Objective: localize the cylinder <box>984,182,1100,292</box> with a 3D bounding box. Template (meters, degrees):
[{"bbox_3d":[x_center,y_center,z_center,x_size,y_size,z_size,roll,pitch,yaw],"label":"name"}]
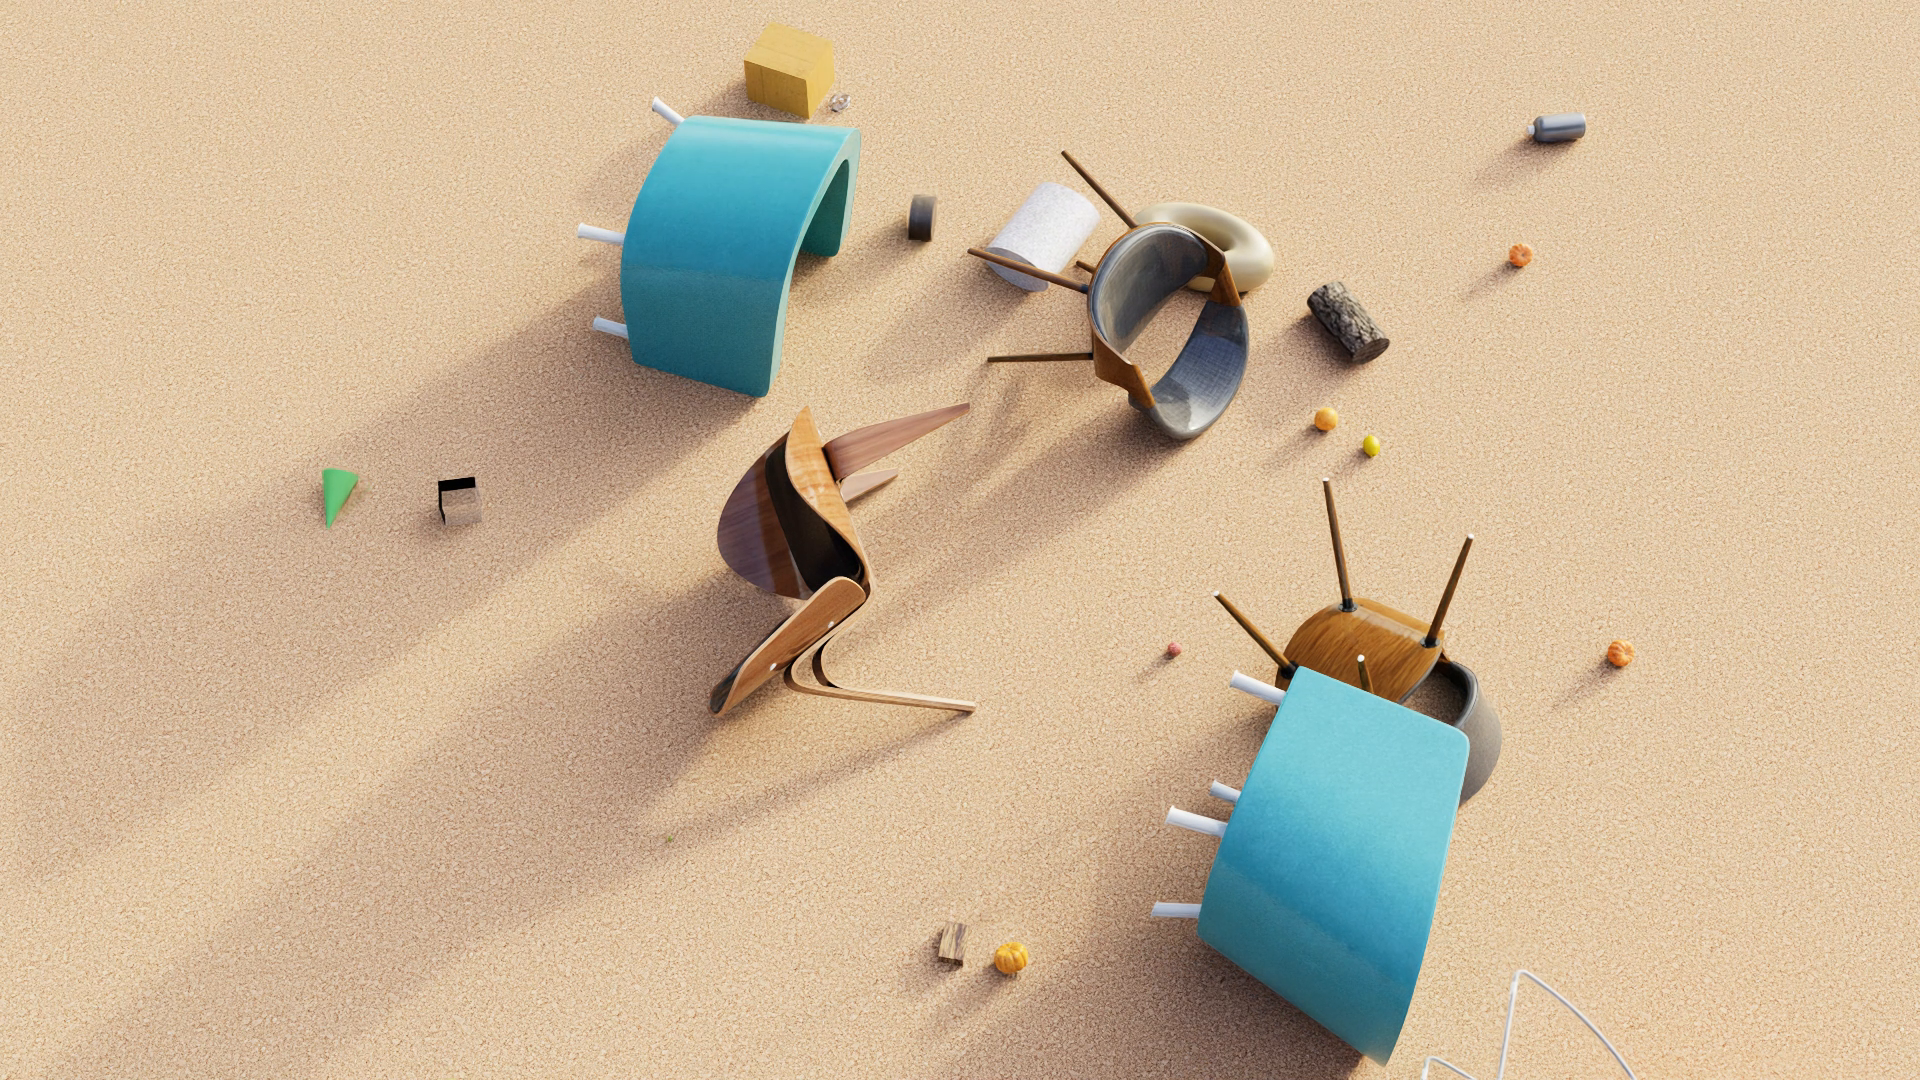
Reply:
[{"bbox_3d":[0.267,-0.986,7.143,0.246,0.154,0.331,29,61,15],"label":"cylinder"}]

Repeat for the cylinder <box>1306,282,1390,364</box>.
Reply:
[{"bbox_3d":[1.229,-0.688,6.968,0.144,0.111,0.261,-19,58,-23],"label":"cylinder"}]

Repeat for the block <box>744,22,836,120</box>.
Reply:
[{"bbox_3d":[-0.583,-1.611,7.544,0.236,0.185,0.204,20,58,13],"label":"block"}]

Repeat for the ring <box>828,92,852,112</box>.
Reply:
[{"bbox_3d":[-0.414,-1.509,7.572,0.071,0.024,0.096,25,59,17],"label":"ring"}]

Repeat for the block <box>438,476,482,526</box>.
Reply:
[{"bbox_3d":[-1.498,-0.115,6.590,0.110,0.101,0.097,-7,56,-5],"label":"block"}]

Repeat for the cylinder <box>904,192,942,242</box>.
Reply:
[{"bbox_3d":[-0.121,-1.060,7.209,0.075,0.126,0.149,23,77,-1],"label":"cylinder"}]

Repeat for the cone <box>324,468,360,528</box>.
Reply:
[{"bbox_3d":[-1.883,-0.112,6.620,0.112,0.098,0.181,1,71,21],"label":"cone"}]

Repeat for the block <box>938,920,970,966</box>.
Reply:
[{"bbox_3d":[-0.015,1.070,5.833,0.066,0.038,0.102,9,57,6],"label":"block"}]

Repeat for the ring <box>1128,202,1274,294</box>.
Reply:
[{"bbox_3d":[0.779,-0.946,7.115,0.497,0.158,0.284,19,60,14],"label":"ring"}]
